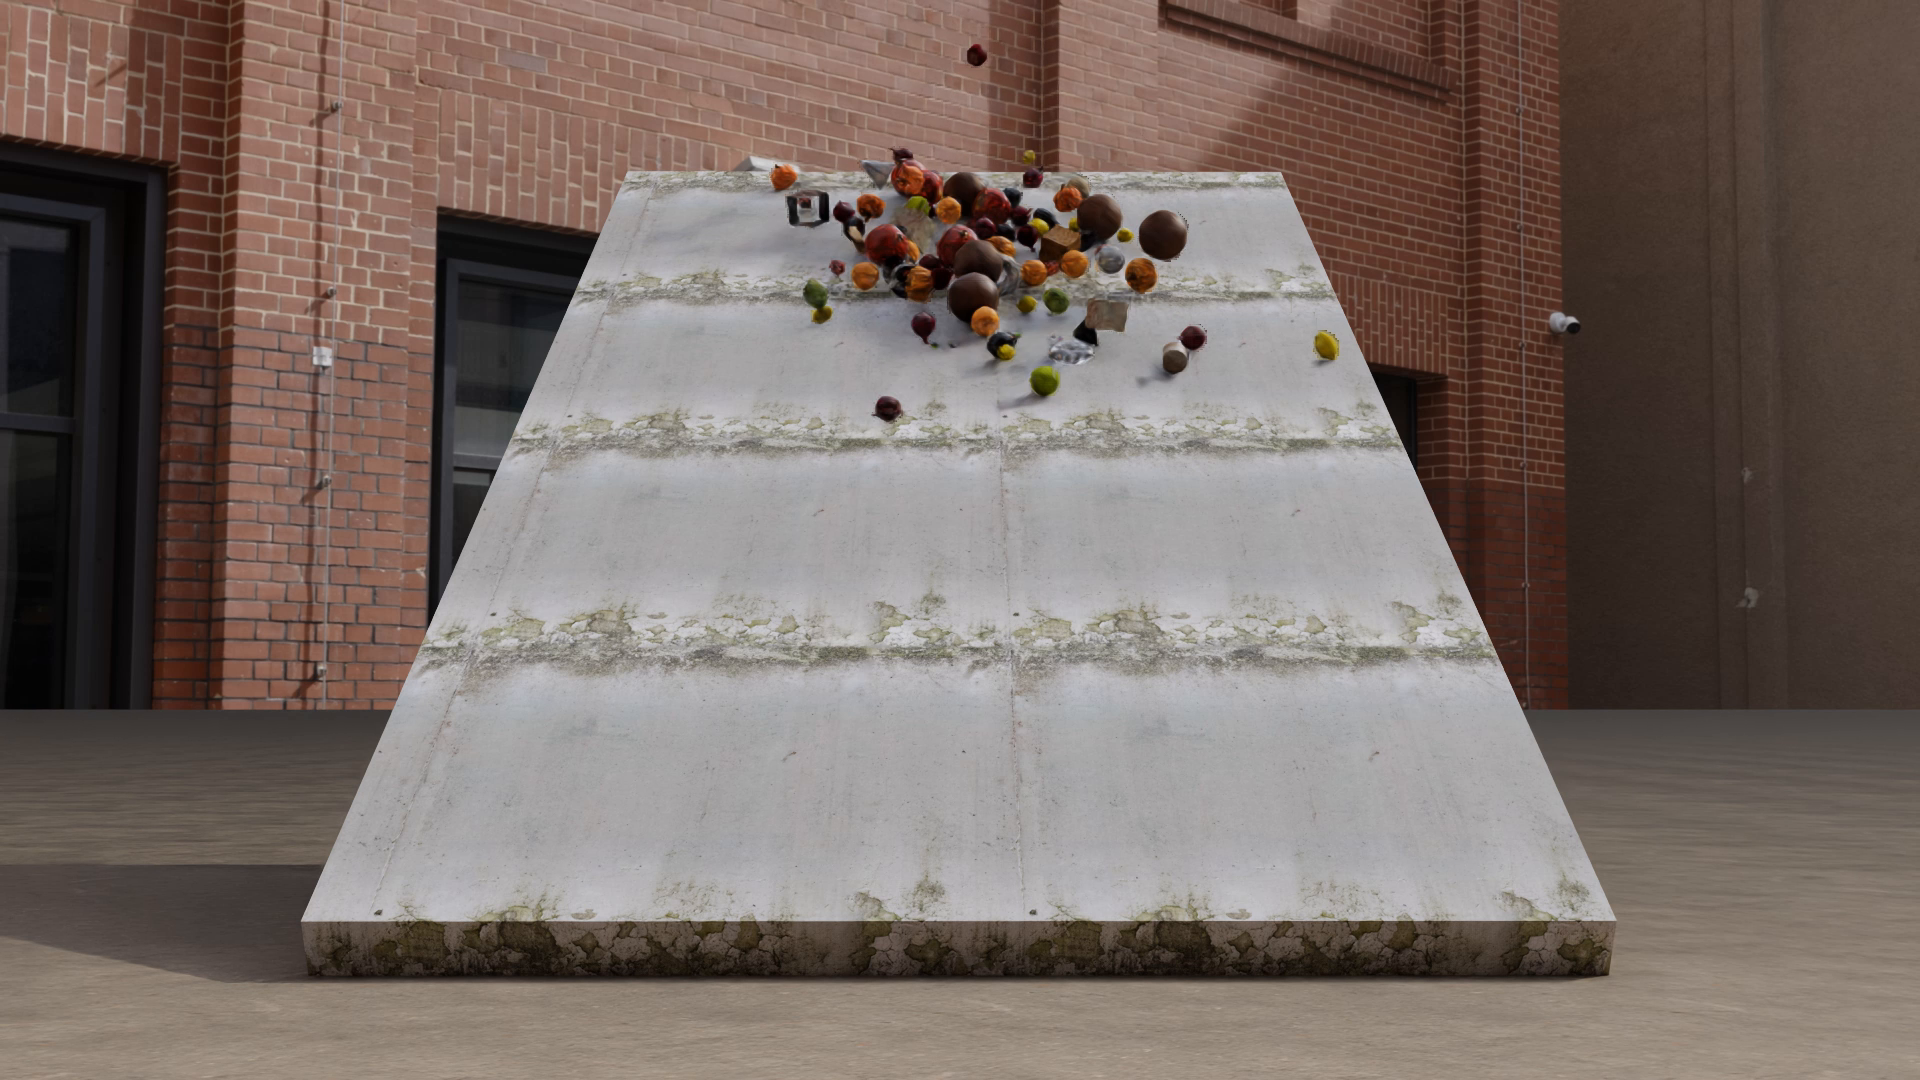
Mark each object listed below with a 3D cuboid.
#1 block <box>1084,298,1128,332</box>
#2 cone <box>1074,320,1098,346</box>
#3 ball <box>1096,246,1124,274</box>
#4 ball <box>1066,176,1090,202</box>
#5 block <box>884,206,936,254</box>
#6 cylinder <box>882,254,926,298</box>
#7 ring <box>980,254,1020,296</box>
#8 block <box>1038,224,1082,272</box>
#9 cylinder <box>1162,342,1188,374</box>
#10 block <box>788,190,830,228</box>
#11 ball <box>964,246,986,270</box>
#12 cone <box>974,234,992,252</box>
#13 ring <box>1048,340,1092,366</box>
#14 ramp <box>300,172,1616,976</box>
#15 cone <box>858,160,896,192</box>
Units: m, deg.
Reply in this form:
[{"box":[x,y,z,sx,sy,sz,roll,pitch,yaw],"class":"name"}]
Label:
[{"box":[0.361,-0.554,5.782,0.071,0.071,0.071,2,9,-34],"class":"block"},{"box":[0.326,-0.503,5.825,0.065,0.065,0.065,-26,-30,-16],"class":"cone"},{"box":[0.390,-0.726,6.077,0.075,0.075,0.075,0,-4,0],"class":"ball"},{"box":[0.329,-0.980,6.542,0.068,0.068,0.068,0,-4,0],"class":"ball"},{"box":[-0.135,-0.852,6.438,0.088,0.088,0.088,17,-13,31],"class":"block"},{"box":[-0.147,-0.692,6.144,0.091,0.091,0.091,1,26,-19],"class":"cylinder"},{"box":[0.105,-0.694,6.137,0.110,0.110,0.037,2,6,-22],"class":"ring"},{"box":[0.271,-0.789,6.340,0.080,0.080,0.080,26,43,21],"class":"block"},{"box":[0.518,-0.440,5.658,0.060,0.060,0.060,0,25,5],"class":"cylinder"},{"box":[-0.423,-0.927,6.554,0.082,0.082,0.082,11,27,30],"class":"block"},{"box":[0.039,-0.760,6.330,0.062,0.062,0.062,0,-4,0],"class":"ball"},{"box":[0.060,-0.821,6.492,0.052,0.052,0.052,0,6,-7],"class":"cone"},{"box":[0.270,-0.457,5.720,0.109,0.036,0.109,1,26,0],"class":"ring"},{"box":[-0.009,-0.229,5.395,2.000,0.100,4.000,0,25,0],"class":"ramp"},{"box":[-0.250,-1.073,6.776,0.097,0.097,0.097,27,-9,-8],"class":"cone"}]
